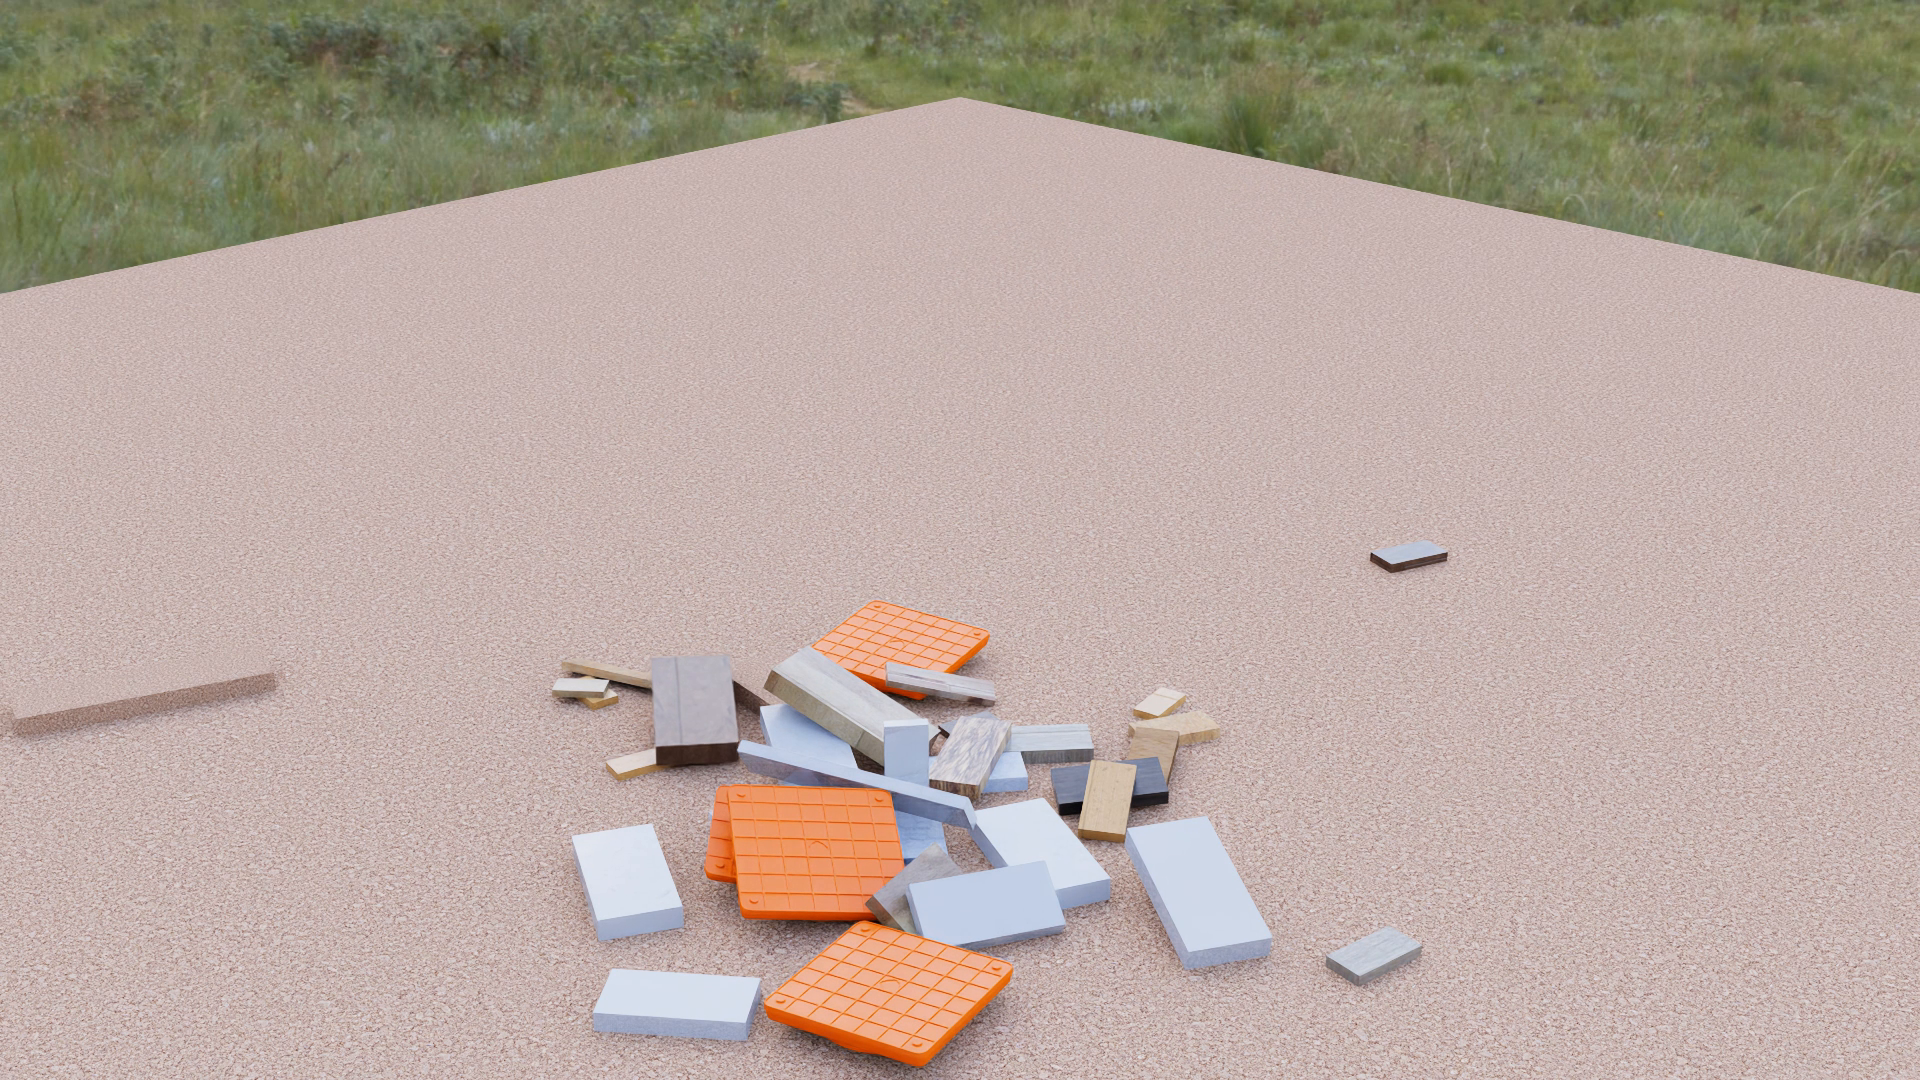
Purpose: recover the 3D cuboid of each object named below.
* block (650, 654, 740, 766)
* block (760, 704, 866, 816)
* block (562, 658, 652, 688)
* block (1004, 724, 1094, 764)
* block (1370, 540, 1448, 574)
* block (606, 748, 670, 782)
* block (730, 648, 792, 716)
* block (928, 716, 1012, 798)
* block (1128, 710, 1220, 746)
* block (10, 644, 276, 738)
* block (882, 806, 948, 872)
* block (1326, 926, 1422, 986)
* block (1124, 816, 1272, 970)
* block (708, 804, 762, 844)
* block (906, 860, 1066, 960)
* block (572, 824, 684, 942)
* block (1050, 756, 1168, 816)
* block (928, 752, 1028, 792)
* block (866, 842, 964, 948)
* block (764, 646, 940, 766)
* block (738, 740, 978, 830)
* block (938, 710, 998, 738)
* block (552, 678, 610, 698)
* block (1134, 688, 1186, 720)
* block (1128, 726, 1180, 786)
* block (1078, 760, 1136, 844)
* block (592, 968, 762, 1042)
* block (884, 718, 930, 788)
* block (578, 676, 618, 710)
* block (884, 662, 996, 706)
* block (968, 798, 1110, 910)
[{"bbox_3d":[-0.575,0.364,4.753,0.173,0.049,0.346,-2,29,-9],"label":"block"},{"bbox_3d":[-0.309,0.448,4.579,0.158,0.045,0.315,-6,34,-14],"label":"block"},{"bbox_3d":[-0.777,0.305,4.997,0.260,0.018,0.064,10,8,23],"label":"block"},{"bbox_3d":[0.167,0.436,4.692,0.224,0.032,0.112,-2,23,-4],"label":"block"},{"bbox_3d":[1.150,0.042,5.630,0.177,0.025,0.089,-11,25,-24],"label":"block"},{"bbox_3d":[-0.673,0.471,4.629,0.128,0.018,0.064,-14,27,-29],"label":"block"},{"bbox_3d":[-0.373,0.346,4.883,0.173,0.049,0.347,-17,28,-34],"label":"block"},{"bbox_3d":[0.019,0.450,4.578,0.112,0.032,0.281,6,24,14],"label":"block"},{"bbox_3d":[0.464,0.412,4.756,0.177,0.025,0.089,-8,24,-19],"label":"block"},{"bbox_3d":[-1.823,0.335,4.915,0.543,0.045,0.158,-10,25,-23],"label":"block"},{"bbox_3d":[-0.090,0.583,4.346,0.110,0.031,0.220,-3,23,-6],"label":"block"},{"bbox_3d":[0.746,0.750,3.965,0.162,0.023,0.081,-16,28,-34],"label":"block"},{"bbox_3d":[0.438,0.650,4.076,0.163,0.046,0.326,-7,37,-15],"label":"block"},{"bbox_3d":[-0.449,0.568,4.400,0.058,0.016,0.116,-15,27,-31],"label":"block"},{"bbox_3d":[0.047,0.677,4.034,0.265,0.038,0.133,-8,57,-17],"label":"block"},{"bbox_3d":[-0.634,0.647,4.180,0.158,0.045,0.315,-7,24,-16],"label":"block"},{"bbox_3d":[0.305,0.502,4.492,0.224,0.032,0.112,-6,34,-4],"label":"block"},{"bbox_3d":[0.024,0.486,4.575,0.220,0.031,0.110,-3,23,-6],"label":"block"},{"bbox_3d":[-0.074,0.659,4.089,0.110,0.031,0.220,47,37,7],"label":"block"},{"bbox_3d":[-0.228,0.359,4.657,0.346,0.049,0.173,32,24,12],"label":"block"},{"bbox_3d":[-0.207,0.487,4.377,0.498,0.093,0.026,12,60,21],"label":"block"},{"bbox_3d":[0.023,0.407,4.779,0.126,0.018,0.063,-14,27,-30],"label":"block"},{"bbox_3d":[-0.847,0.331,4.913,0.116,0.016,0.058,2,23,4],"label":"block"},{"bbox_3d":[0.443,0.366,4.876,0.063,0.018,0.126,15,27,31],"label":"block"},{"bbox_3d":[0.400,0.460,4.608,0.093,0.026,0.185,5,32,12],"label":"block"},{"bbox_3d":[0.297,0.524,4.414,0.093,0.026,0.185,6,43,9],"label":"block"},{"bbox_3d":[-0.489,0.805,3.814,0.265,0.038,0.133,2,23,6],"label":"block"},{"bbox_3d":[-0.108,0.457,4.426,0.089,0.201,0.025,-3,23,-6],"label":"block"},{"bbox_3d":[-0.826,0.342,4.931,0.064,0.018,0.128,-17,28,-34],"label":"block"},{"bbox_3d":[-0.044,0.320,4.876,0.249,0.018,0.063,12,36,-15],"label":"block"},{"bbox_3d":[0.150,0.610,4.263,0.163,0.046,0.326,-8,24,-19],"label":"block"}]
